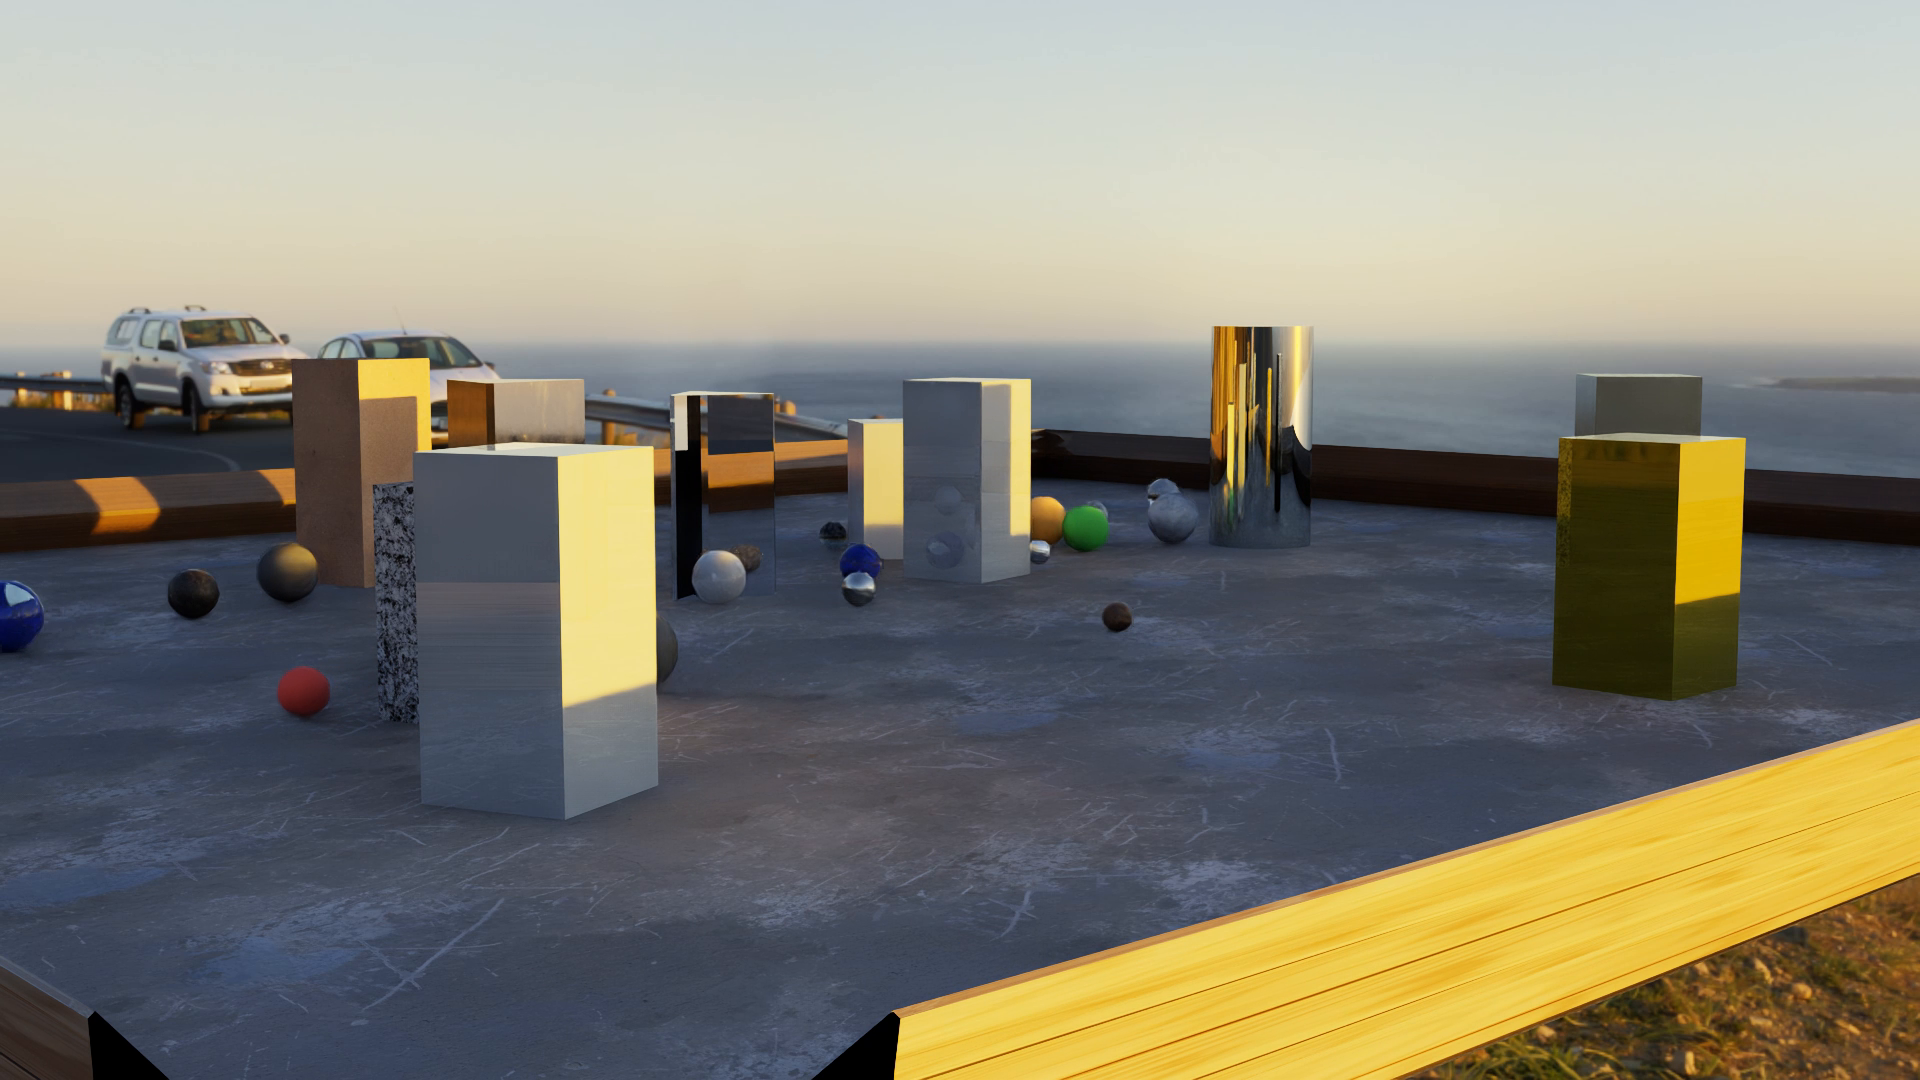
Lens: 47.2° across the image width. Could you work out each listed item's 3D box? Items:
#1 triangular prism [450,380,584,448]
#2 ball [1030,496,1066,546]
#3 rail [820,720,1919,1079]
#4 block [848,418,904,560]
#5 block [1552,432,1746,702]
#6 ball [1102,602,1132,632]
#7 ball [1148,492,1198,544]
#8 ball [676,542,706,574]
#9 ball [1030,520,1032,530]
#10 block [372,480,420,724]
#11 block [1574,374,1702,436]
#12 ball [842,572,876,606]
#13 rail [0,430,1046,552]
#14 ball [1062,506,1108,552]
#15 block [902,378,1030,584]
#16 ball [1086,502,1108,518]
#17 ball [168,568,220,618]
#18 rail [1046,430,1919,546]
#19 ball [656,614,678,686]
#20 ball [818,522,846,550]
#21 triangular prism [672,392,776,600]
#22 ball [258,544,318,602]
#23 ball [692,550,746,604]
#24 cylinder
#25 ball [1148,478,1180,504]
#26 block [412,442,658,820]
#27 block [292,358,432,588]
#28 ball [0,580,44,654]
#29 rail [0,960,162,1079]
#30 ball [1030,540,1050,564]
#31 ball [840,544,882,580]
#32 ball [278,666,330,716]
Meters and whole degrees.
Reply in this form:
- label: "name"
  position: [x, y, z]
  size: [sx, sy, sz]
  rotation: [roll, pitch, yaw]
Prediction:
- label: "triangular prism"
  position: [-0.570, -0.017, 2.701]
  size: [0.144, 0.358, 0.166]
  rotation: [4, 7, 31]
- label: "ball"
  position: [0.154, -0.035, 4.126]
  size: [0.095, 0.095, 0.095]
  rotation: [0, 6, 0]
- label: "rail"
  position: [1.137, 0.161, 2.107]
  size: [3.755, 0.125, 0.045]
  rotation: [-6, 8, -42]
- label: "block"
  position: [-0.114, -0.095, 3.988]
  size: [0.154, 0.243, 0.154]
  rotation: [-1, 6, -14]
- label: "block"
  position: [0.812, 0.026, 2.595]
  size: [0.154, 0.294, 0.154]
  rotation: [-6, 8, -44]
- label: "ball"
  position: [0.218, 0.106, 3.039]
  size: [0.042, 0.042, 0.042]
  rotation: [0, 6, 0]
- label: "ball"
  position: [0.405, -0.042, 4.189]
  size: [0.096, 0.096, 0.096]
  rotation: [0, 6, 0]
- label: "ball"
  position: [-0.453, 0.031, 3.704]
  size: [0.052, 0.052, 0.052]
  rotation: [0, 6, 0]
- label: "ball"
  position: [0.085, -0.028, 4.058]
  size: [0.095, 0.095, 0.095]
  rotation: [0, 6, 0]
- label: "block"
  position: [-0.527, 0.065, 2.407]
  size: [0.154, 0.256, 0.154]
  rotation: [3, 7, 30]
- label: "block"
  position: [1.030, -0.079, 3.358]
  size: [0.154, 0.344, 0.154]
  rotation: [0, 6, 5]
- label: "ball"
  position: [-0.152, 0.074, 3.299]
  size: [0.052, 0.052, 0.052]
  rotation: [0, 6, 0]
- label: "rail"
  position: [-1.137, -0.096, 4.558]
  size: [3.755, 0.125, 0.045]
  rotation: [-6, 8, -42]
- label: "ball"
  position: [0.229, -0.021, 4.033]
  size: [0.086, 0.086, 0.086]
  rotation: [0, 6, 0]
- label: "block"
  position: [0.012, -0.103, 3.665]
  size: [0.154, 0.327, 0.154]
  rotation: [4, 7, 33]
- label: "ball"
  position: [0.277, -0.054, 4.519]
  size: [0.050, 0.050, 0.050]
  rotation: [0, 6, 0]
- label: "ball"
  position: [-1.107, 0.077, 3.174]
  size: [0.071, 0.071, 0.071]
  rotation: [0, 6, 0]
- label: "rail"
  position: [1.362, -0.099, 4.582]
  size: [0.045, 0.125, 3.401]
  rotation: [-6, 8, -42]
- label: "ball"
  position: [-0.377, 0.128, 2.569]
  size: [0.096, 0.096, 0.096]
  rotation: [0, 6, 0]
- label: "ball"
  position: [-0.236, -0.008, 4.074]
  size: [0.052, 0.052, 0.052]
  rotation: [0, 6, 0]
- label: "triangular prism"
  position: [-0.394, -0.073, 3.446]
  size: [0.166, 0.314, 0.144]
  rotation: [-3, 7, -26]
- label: "ball"
  position: [-1.021, 0.050, 3.344]
  size: [0.090, 0.090, 0.090]
  rotation: [0, 6, 0]
- label: "ball"
  position: [-0.364, 0.056, 3.321]
  size: [0.082, 0.082, 0.082]
  rotation: [0, 6, 0]
- label: "cylinder"
  position: [0.569, -0.198, 4.161]
  size: [0.192, 0.412, 0.192]
  rotation: [0, 6, 0]
- label: "ball"
  position: [0.449, -0.100, 4.854]
  size: [0.071, 0.071, 0.071]
  rotation: [0, 6, 0]
- label: "block"
  position: [-0.384, 0.076, 2.006]
  size: [0.154, 0.318, 0.154]
  rotation: [3, 7, 24]
- label: "block"
  position: [-0.977, -0.115, 3.604]
  size: [0.154, 0.363, 0.154]
  rotation: [4, 7, 32]
- label: "ball"
  position: [-1.238, 0.099, 2.851]
  size: [0.095, 0.095, 0.095]
  rotation: [0, 6, 0]
- label: "rail"
  position: [-1.362, 0.164, 2.082]
  size: [0.045, 0.125, 3.401]
  rotation: [-6, 8, -42]
- label: "ball"
  position: [0.137, 0.021, 3.848]
  size: [0.042, 0.042, 0.042]
  rotation: [0, 6, 0]
- label: "ball"
  position: [-0.161, 0.039, 3.551]
  size: [0.067, 0.067, 0.067]
  rotation: [0, 6, 0]
- label: "ball"
  position: [-0.717, 0.166, 2.406]
  size: [0.055, 0.055, 0.055]
  rotation: [0, 6, 0]
